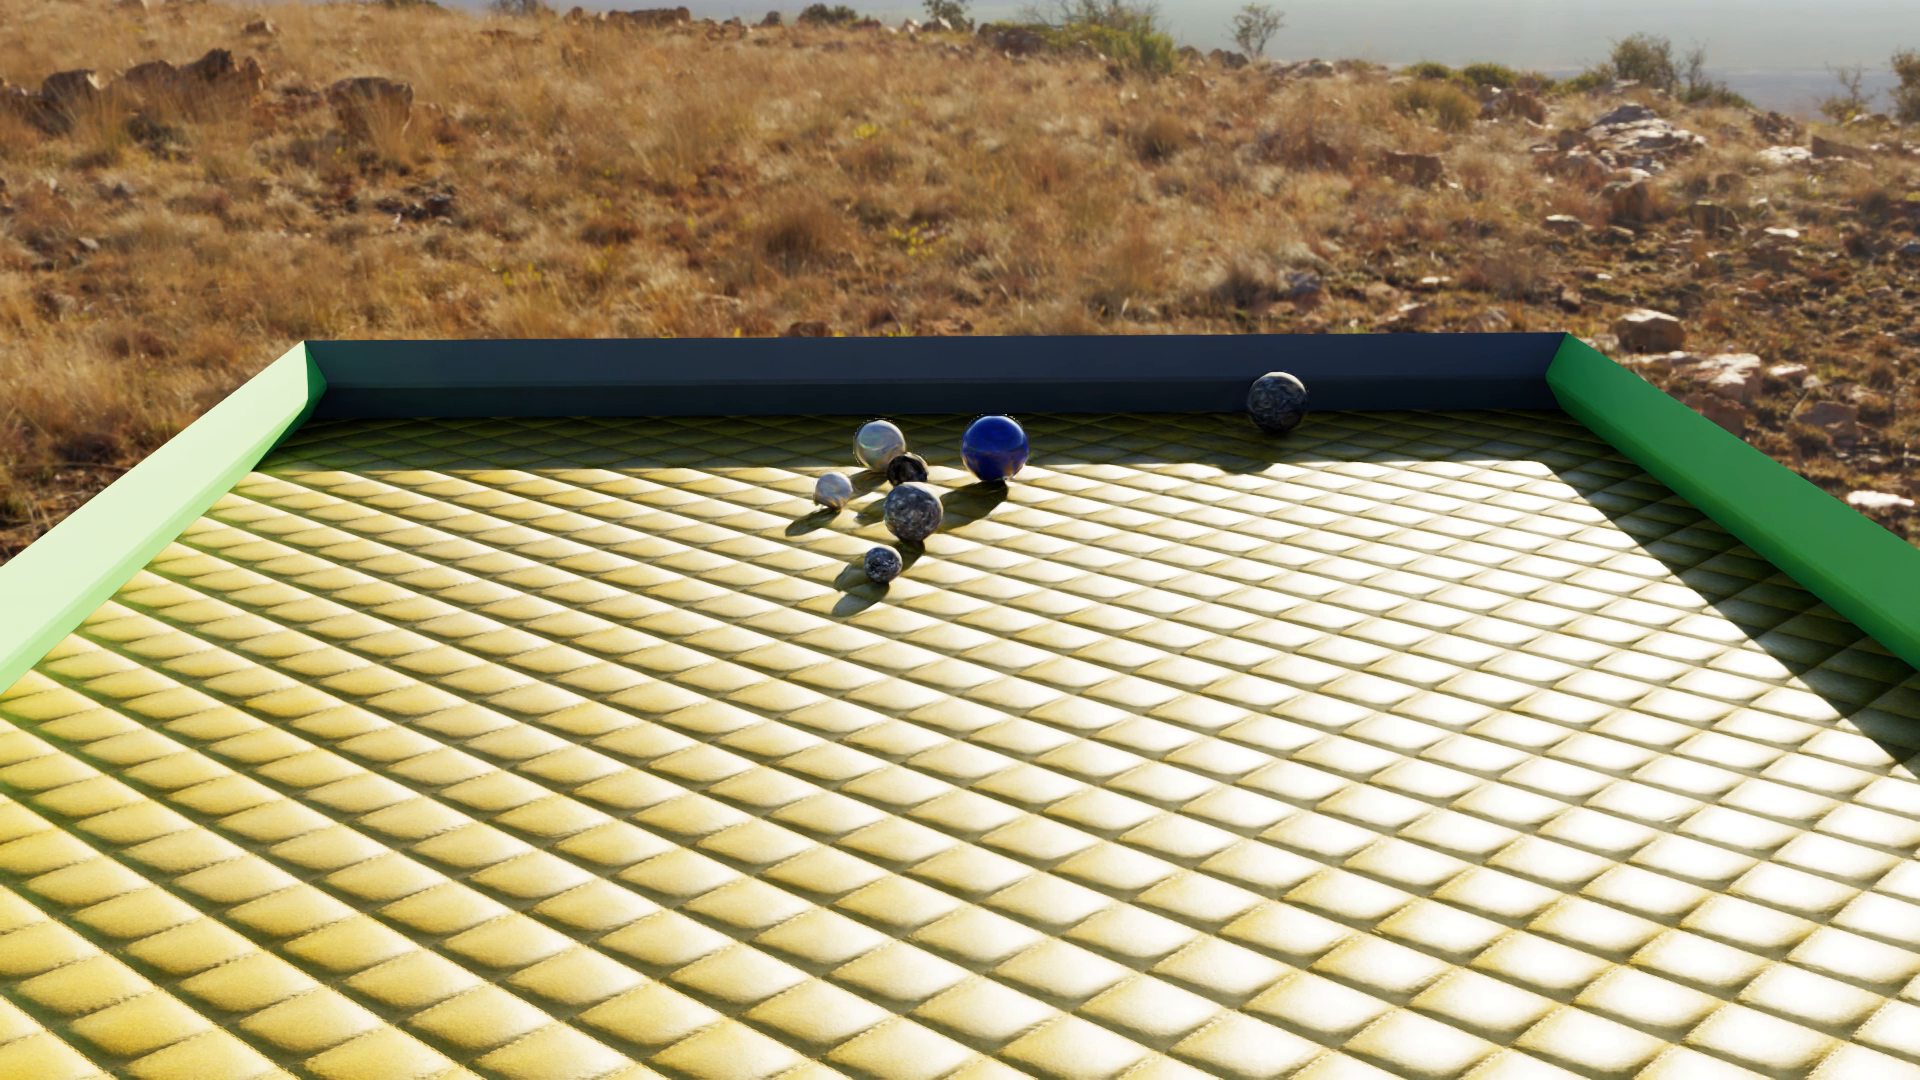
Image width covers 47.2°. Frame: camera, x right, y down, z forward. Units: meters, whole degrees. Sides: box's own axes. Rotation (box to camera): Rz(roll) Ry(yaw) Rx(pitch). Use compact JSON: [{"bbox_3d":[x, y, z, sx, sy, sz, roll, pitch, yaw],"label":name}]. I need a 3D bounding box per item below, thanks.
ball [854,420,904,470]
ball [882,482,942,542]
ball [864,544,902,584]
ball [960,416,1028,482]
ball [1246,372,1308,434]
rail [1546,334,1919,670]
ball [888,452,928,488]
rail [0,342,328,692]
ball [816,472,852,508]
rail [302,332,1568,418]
[{"bbox_3d":[-0.117,-0.138,3.214,0.073,0.073,0.073,0,16,0],"label":"ball"},{"bbox_3d":[-0.061,-0.037,2.853,0.078,0.078,0.078,0,16,0],"label":"ball"},{"bbox_3d":[-0.094,0.030,2.679,0.047,0.047,0.047,0,16,0],"label":"ball"},{"bbox_3d":[0.050,-0.130,3.145,0.097,0.097,0.097,0,16,0],"label":"ball"},{"bbox_3d":[0.497,-0.215,3.443,0.095,0.095,0.095,0,16,0],"label":"ball"},{"bbox_3d":[1.029,0.201,1.939,0.045,0.125,3.466,-1,16,-2],"label":"rail"},{"bbox_3d":[-0.073,-0.093,3.087,0.058,0.058,0.058,0,16,0],"label":"ball"},{"bbox_3d":[-0.968,0.220,1.871,0.045,0.125,3.466,-1,16,-2],"label":"rail"},{"bbox_3d":[-0.173,-0.068,3.012,0.051,0.051,0.051,0,16,0],"label":"ball"},{"bbox_3d":[-0.030,-0.262,3.547,2.046,0.125,0.045,-1,16,-2],"label":"rail"}]
